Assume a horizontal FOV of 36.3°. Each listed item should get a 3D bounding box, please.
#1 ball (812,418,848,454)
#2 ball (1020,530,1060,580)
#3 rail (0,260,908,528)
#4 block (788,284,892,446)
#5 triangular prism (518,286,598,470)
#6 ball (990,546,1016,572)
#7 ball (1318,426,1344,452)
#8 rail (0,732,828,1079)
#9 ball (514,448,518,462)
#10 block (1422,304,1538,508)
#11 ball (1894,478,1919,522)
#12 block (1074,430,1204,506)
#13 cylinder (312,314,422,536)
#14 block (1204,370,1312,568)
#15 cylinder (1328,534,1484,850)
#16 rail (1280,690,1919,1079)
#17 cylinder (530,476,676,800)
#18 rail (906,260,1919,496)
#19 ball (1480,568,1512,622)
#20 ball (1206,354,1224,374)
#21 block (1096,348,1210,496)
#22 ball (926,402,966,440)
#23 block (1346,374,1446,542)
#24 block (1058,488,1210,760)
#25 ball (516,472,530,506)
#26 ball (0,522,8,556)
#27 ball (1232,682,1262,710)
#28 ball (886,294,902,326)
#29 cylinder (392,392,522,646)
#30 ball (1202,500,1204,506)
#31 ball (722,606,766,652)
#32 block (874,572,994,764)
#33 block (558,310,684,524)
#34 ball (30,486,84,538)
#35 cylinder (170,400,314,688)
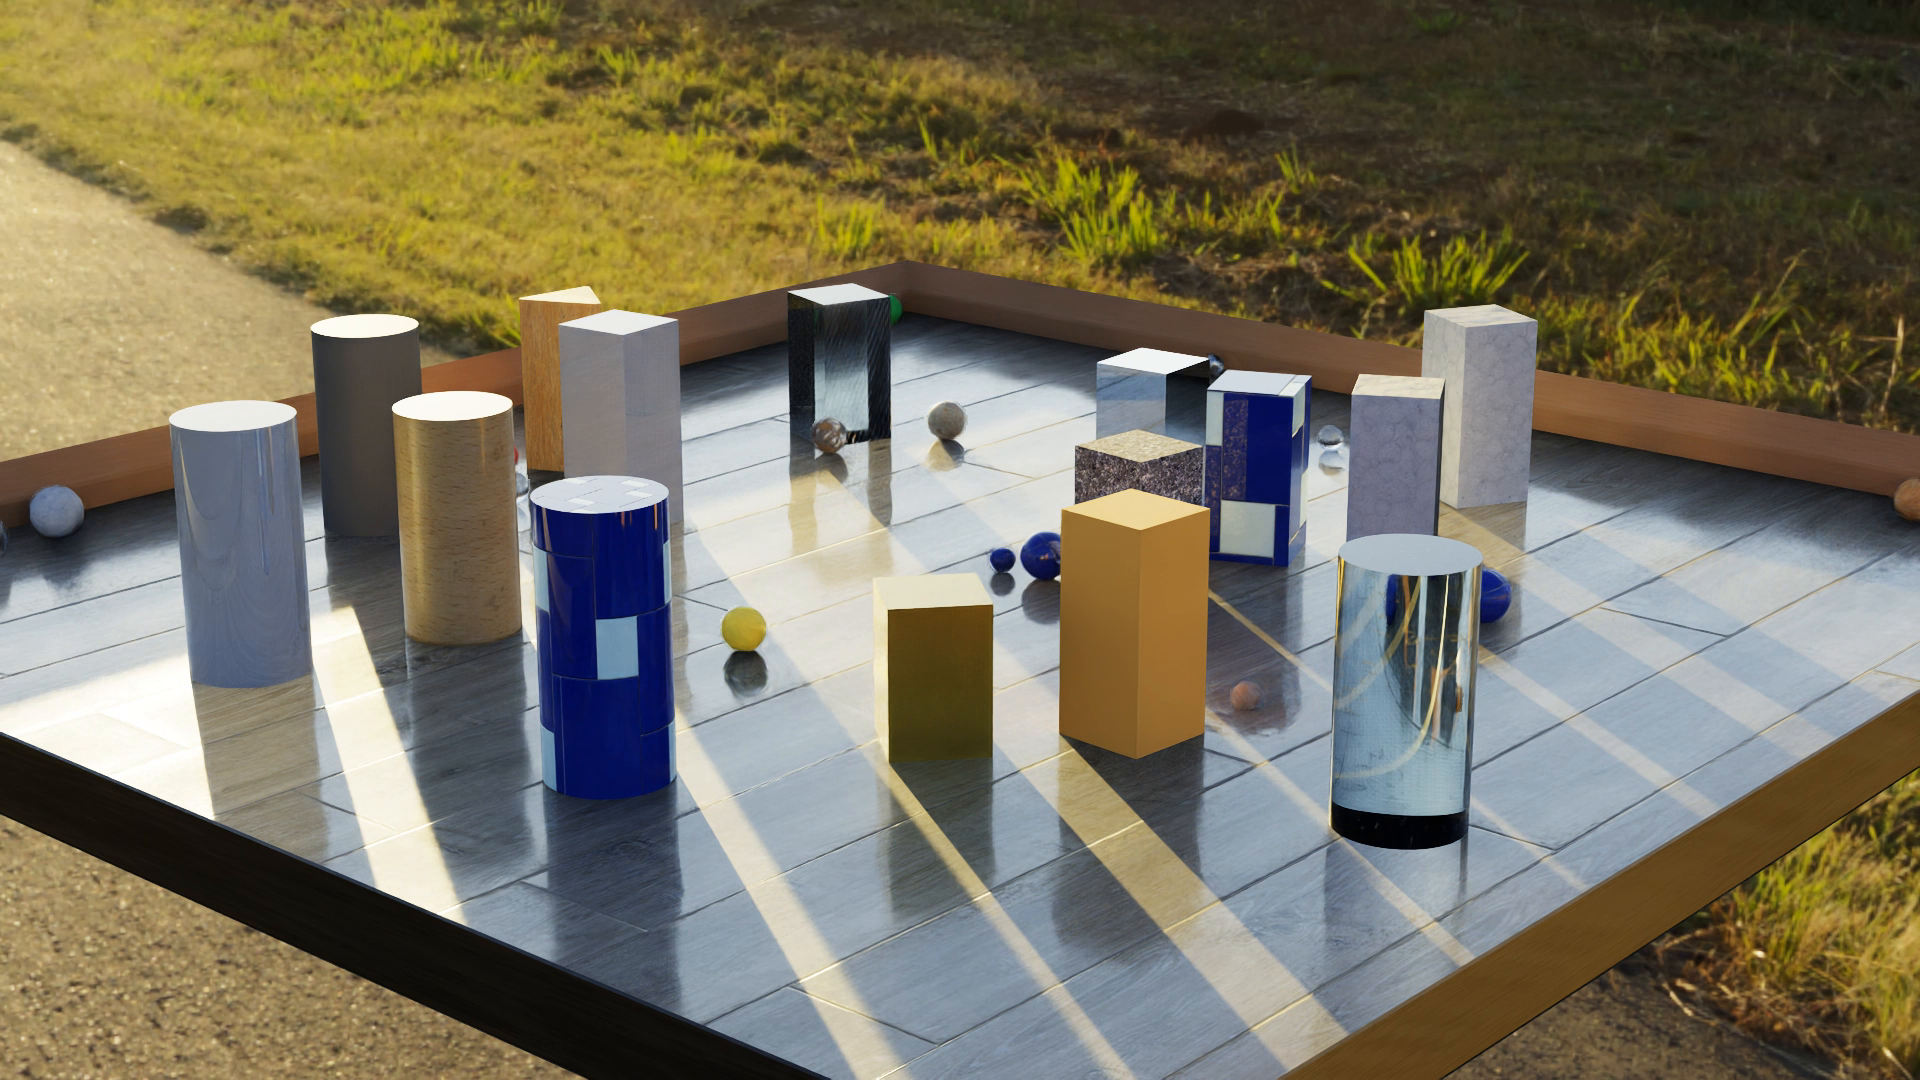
[{"bbox_3d":[-0.269,-0.215,6.038,0.073,0.073,0.073,0,17,0],"label":"ball"},{"bbox_3d":[0.151,0.026,5.210,0.088,0.088,0.088,0,17,0],"label":"ball"},{"bbox_3d":[-1.207,-0.270,6.123,0.045,0.128,3.330,14,22,39],"label":"rail"},{"bbox_3d":[-0.253,-0.367,6.144,0.157,0.303,0.157,-10,19,-30],"label":"block"},{"bbox_3d":[-0.776,-0.327,5.930,0.170,0.349,0.147,5,17,15],"label":"triangular prism"},{"bbox_3d":[0.077,0.035,5.255,0.046,0.046,0.046,0,17,0],"label":"ball"},{"bbox_3d":[0.766,-0.209,6.056,0.051,0.051,0.051,0,17,0],"label":"ball"},{"bbox_3d":[-1.076,0.390,3.933,3.243,0.128,0.045,14,22,39],"label":"rail"},{"bbox_3d":[-0.919,-0.169,5.922,0.052,0.052,0.052,0,17,0],"label":"ball"},{"bbox_3d":[1.003,-0.261,5.697,0.157,0.357,0.157,-6,18,-20],"label":"block"},{"bbox_3d":[1.813,-0.076,5.559,0.083,0.083,0.083,0,17,0],"label":"ball"},{"bbox_3d":[0.311,-0.039,5.128,0.157,0.261,0.157,-15,23,-41],"label":"block"},{"bbox_3d":[-1.107,-0.217,5.511,0.197,0.380,0.197,0,17,0],"label":"cylinder"},{"bbox_3d":[0.541,-0.132,5.338,0.157,0.318,0.157,5,18,17],"label":"block"},{"bbox_3d":[0.617,0.209,4.073,0.197,0.396,0.197,0,17,0],"label":"cylinder"},{"bbox_3d":[1.207,0.334,4.117,0.045,0.128,3.330,14,22,39],"label":"rail"},{"bbox_3d":[-0.514,0.139,4.246,0.197,0.429,0.197,0,17,0],"label":"cylinder"},{"bbox_3d":[1.076,-0.326,6.307,3.243,0.128,0.045,14,22,39],"label":"rail"},{"bbox_3d":[0.890,0.094,4.979,0.093,0.093,0.093,0,17,0],"label":"ball"},{"bbox_3d":[0.579,-0.401,6.701,0.046,0.046,0.046,0,17,0],"label":"ball"},{"bbox_3d":[0.373,-0.215,5.689,0.157,0.274,0.157,12,21,35],"label":"block"},{"bbox_3d":[-0.029,-0.251,6.144,0.081,0.081,0.081,0,17,0],"label":"ball"},{"bbox_3d":[0.800,-0.136,5.384,0.157,0.300,0.157,4,17,12],"label":"block"},{"bbox_3d":[0.262,0.124,4.422,0.157,0.356,0.157,16,23,42],"label":"block"},{"bbox_3d":[-0.867,-0.098,5.651,0.073,0.073,0.073,0,17,0],"label":"ball"},{"bbox_3d":[-1.769,-0.002,5.292,0.095,0.095,0.095,0,17,0],"label":"ball"},{"bbox_3d":[0.446,0.243,4.566,0.046,0.046,0.046,0,17,0],"label":"ball"},{"bbox_3d":[-0.180,-0.563,7.184,0.077,0.077,0.077,0,17,0],"label":"ball"},{"bbox_3d":[-0.839,-0.037,4.901,0.197,0.387,0.197,0,17,0],"label":"cylinder"},{"bbox_3d":[0.440,-0.036,5.436,0.076,0.076,0.076,0,17,0],"label":"ball"},{"bbox_3d":[-0.356,0.146,4.837,0.074,0.074,0.074,0,17,0],"label":"ball"},{"bbox_3d":[-0.041,0.190,4.404,0.157,0.240,0.157,-3,17,-9],"label":"block"},{"bbox_3d":[-0.635,-0.220,5.508,0.157,0.388,0.157,11,20,33],"label":"block"},{"bbox_3d":[-1.679,-0.051,5.451,0.098,0.098,0.098,0,17,0],"label":"ball"},{"bbox_3d":[-1.150,0.006,4.700,0.197,0.423,0.197,0,17,0],"label":"cylinder"}]
